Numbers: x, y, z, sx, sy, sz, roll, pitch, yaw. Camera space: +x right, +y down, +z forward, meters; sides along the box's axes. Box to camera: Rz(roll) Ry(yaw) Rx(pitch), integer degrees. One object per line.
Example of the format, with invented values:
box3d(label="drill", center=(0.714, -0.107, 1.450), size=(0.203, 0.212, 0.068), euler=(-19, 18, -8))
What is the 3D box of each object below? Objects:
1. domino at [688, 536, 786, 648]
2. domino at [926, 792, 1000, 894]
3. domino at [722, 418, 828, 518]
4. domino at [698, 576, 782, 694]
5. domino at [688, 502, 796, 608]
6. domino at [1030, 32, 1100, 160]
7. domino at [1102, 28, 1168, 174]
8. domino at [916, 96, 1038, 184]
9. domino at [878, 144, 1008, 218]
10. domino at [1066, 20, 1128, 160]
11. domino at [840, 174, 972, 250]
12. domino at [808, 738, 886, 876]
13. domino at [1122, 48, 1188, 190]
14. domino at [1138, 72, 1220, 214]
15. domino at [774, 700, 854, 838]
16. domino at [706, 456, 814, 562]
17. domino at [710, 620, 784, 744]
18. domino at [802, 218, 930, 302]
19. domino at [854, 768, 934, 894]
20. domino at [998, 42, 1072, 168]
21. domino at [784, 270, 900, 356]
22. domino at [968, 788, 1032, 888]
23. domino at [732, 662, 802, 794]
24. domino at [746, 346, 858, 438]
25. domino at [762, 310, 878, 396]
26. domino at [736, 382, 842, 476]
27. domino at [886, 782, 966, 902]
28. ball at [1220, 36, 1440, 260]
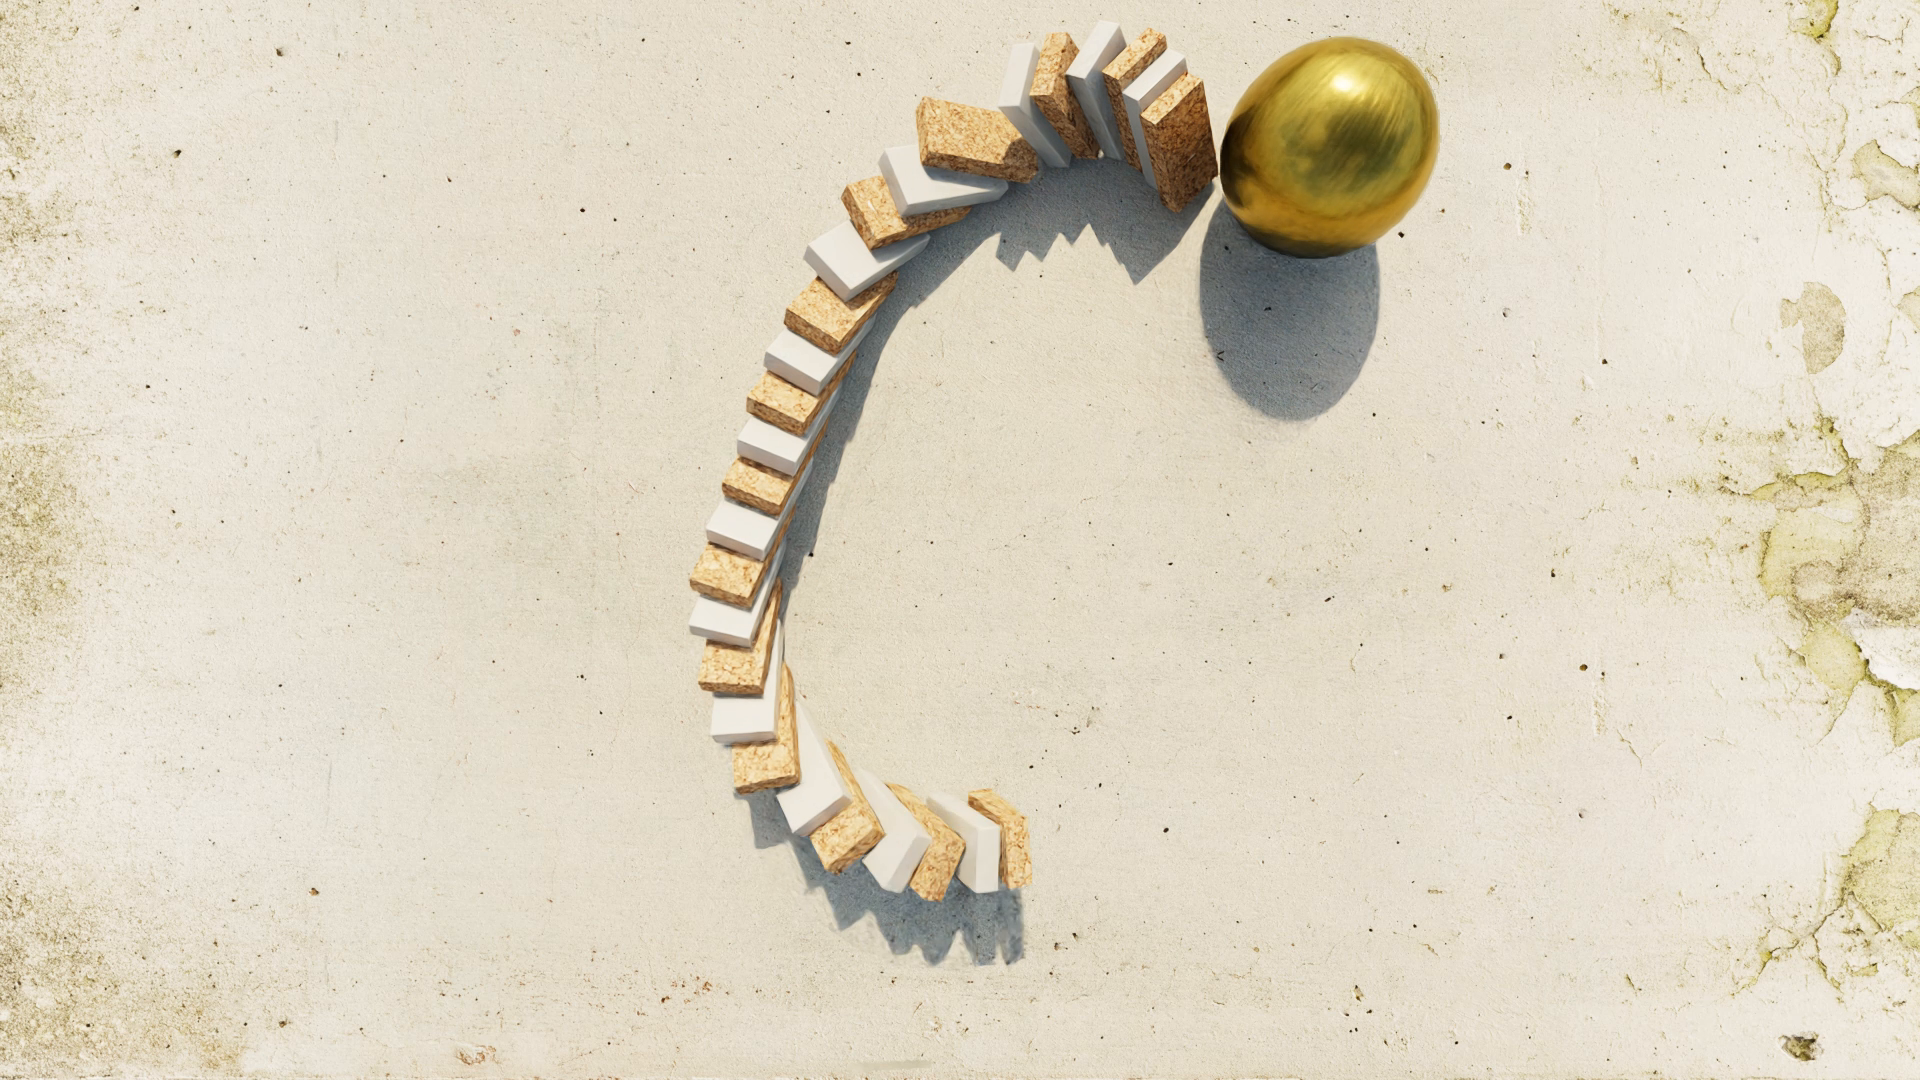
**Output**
box3d(label="domino", center=(-0.092, 0.018, 0.383), size=(0.025, 0.010, 0.050), euler=(13, 59, 0))
box3d(label="domino", center=(0.000, 0.123, 0.375), size=(0.009, 0.050, 0.025), euler=(2, 90, -25))
box3d(label="domino", center=(-0.077, -0.036, 0.383), size=(0.025, 0.009, 0.050), euler=(22, 59, 0))
box3d(label="domino", center=(-0.091, 0.039, 0.383), size=(0.025, 0.010, 0.050), euler=(4, 58, 0))
box3d(label="domino", center=(-0.090, 0.002, 0.382), size=(0.025, 0.010, 0.050), euler=(18, 59, 3))
box3d(label="domino", center=(0.046, -0.181, 0.376), size=(0.009, 0.050, 0.025), euler=(15, 90, 30))
box3d(label="domino", center=(0.076, -0.179, 0.376), size=(0.025, 0.050, 0.010), euler=(-43, 58, 0))
box3d(label="domino", center=(0.007, -0.167, 0.383), size=(0.050, 0.010, 0.025), euler=(0, 77, -25))
box3d(label="domino", center=(-0.007, -0.153, 0.383), size=(0.050, 0.009, 0.025), euler=(-21, 86, -28))
box3d(label="domino", center=(0.062, -0.183, 0.376), size=(0.009, 0.050, 0.025), euler=(33, 90, 31))
box3d(label="domino", center=(-0.022, -0.141, 0.384), size=(0.050, 0.010, 0.025), euler=(-29, 90, -28))
box3d(label="domino", center=(-0.053, 0.110, 0.380), size=(0.025, 0.009, 0.050), euler=(-40, 47, 0))
box3d(label="domino", center=(0.084, -0.171, 0.376), size=(0.025, 0.050, 0.010), euler=(-43, 58, 0))
box3d(label="domino", center=(0.091, -0.162, 0.376), size=(0.025, 0.050, 0.010), euler=(-43, 58, 0))
box3d(label="domino", center=(-0.066, 0.094, 0.381), size=(0.025, 0.009, 0.050), euler=(-37, 53, 1))
box3d(label="domino", center=(-0.083, -0.018, 0.383), size=(0.025, 0.009, 0.050), euler=(21, 59, 1))
box3d(label="domino", center=(-0.088, 0.058, 0.383), size=(0.025, 0.010, 0.050), euler=(-4, 58, 0))
box3d(label="domino", center=(-0.038, -0.122, 0.383), size=(0.025, 0.010, 0.050), euler=(47, 60, 0))
box3d(label="domino", center=(-0.033, 0.119, 0.377), size=(0.010, 0.050, 0.025), euler=(31, 90, -38))
box3d(label="domino", center=(0.034, -0.177, 0.376), size=(0.010, 0.050, 0.025), euler=(14, 90, 30))
box3d(label="domino", center=(-0.049, -0.101, 0.382), size=(0.025, 0.010, 0.050), euler=(32, 56, 0))
box3d(label="domino", center=(0.016, 0.121, 0.375), size=(0.010, 0.050, 0.025), euler=(-4, 90, -16))
box3d(label="domino", center=(-0.082, 0.078, 0.382), size=(0.025, 0.010, 0.050), euler=(-12, 56, 0))
box3d(label="domino", center=(-0.065, -0.067, 0.381), size=(0.025, 0.009, 0.050), euler=(25, 54, 2))
box3d(label="domino", center=(-0.058, -0.084, 0.382), size=(0.025, 0.009, 0.050), euler=(30, 54, 0))
box3d(label="domino", center=(-0.070, -0.052, 0.381), size=(0.025, 0.009, 0.050), euler=(22, 54, 0))
box3d(label="domino", center=(-0.019, 0.123, 0.377), size=(0.010, 0.050, 0.025), euler=(23, 90, -36))
box3d(label="ball", center=(0.143, -0.152, 0.360), size=(0.080, 0.080, 0.080), euler=(0, 90, 0))
